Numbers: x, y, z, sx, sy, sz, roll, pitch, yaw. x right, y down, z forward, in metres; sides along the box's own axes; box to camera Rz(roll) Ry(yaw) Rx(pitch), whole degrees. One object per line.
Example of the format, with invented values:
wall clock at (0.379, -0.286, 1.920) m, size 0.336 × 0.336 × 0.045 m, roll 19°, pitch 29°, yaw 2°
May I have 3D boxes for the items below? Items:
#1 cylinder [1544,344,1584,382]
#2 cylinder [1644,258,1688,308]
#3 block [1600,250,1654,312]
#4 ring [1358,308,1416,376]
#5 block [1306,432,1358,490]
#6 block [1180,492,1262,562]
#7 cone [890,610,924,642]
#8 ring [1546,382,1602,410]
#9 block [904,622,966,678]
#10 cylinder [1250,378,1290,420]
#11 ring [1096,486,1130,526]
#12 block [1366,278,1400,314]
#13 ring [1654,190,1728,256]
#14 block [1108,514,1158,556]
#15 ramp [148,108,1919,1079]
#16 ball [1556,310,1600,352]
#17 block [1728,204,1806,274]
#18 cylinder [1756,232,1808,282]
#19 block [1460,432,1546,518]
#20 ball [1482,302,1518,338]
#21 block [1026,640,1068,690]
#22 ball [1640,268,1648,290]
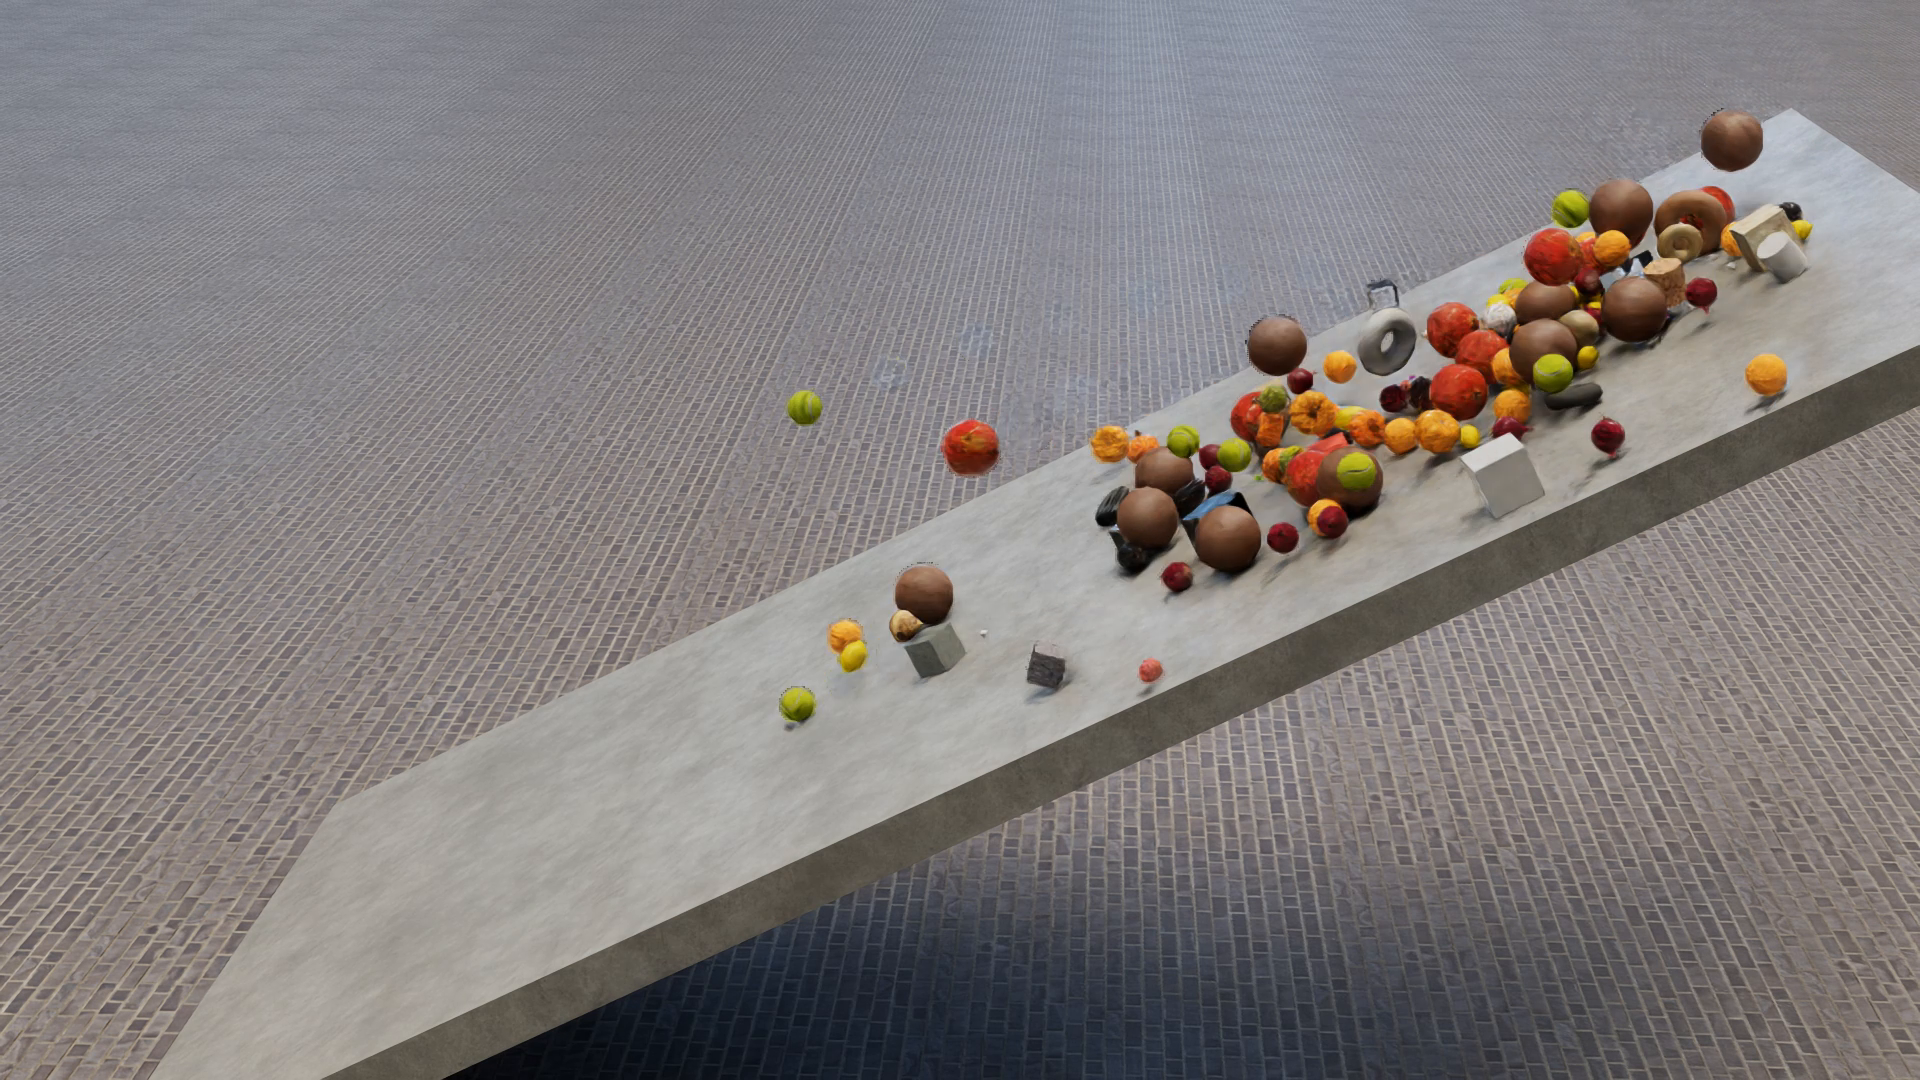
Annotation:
cylinder at (1.192, -0.351, 5.804) m, size 0.057 × 0.057 × 0.057 m, roll -27°, pitch 15°, yaw 7°
cylinder at (1.392, -0.507, 5.798) m, size 0.074 × 0.074 × 0.074 m, roll -17°, pitch 25°, yaw 8°
block at (1.368, -0.526, 5.977) m, size 0.081 × 0.081 × 0.081 m, roll -24°, pitch -7°, yaw -23°
ring at (0.878, -0.407, 6.048) m, size 0.144 × 0.144 × 0.048 m, roll -12°, pitch 29°, yaw -34°
block at (0.749, -0.159, 5.923) m, size 0.075 × 0.075 × 0.075 m, roll -24°, pitch 14°, yaw 17°
block at (0.518, -0.025, 5.838) m, size 0.095 × 0.095 × 0.095 m, roll -38°, pitch 17°, yaw -35°
cone at (-0.096, 0.174, 6.047) m, size 0.070 × 0.070 × 0.070 m, roll -14°, pitch 3°, yaw -38°
ring at (1.163, -0.272, 5.575) m, size 0.108 × 0.036 × 0.108 m, roll -13°, pitch 4°, yaw 1°
block at (-0.051, 0.227, 6.056) m, size 0.076 × 0.076 × 0.076 m, roll -16°, pitch 18°, yaw 43°
cylinder at (0.698, -0.318, 6.603) m, size 0.073 × 0.073 × 0.073 m, roll -26°, pitch 17°, yaw 4°
ring at (0.335, -0.073, 6.436) m, size 0.034 × 0.102 × 0.102 m, roll 37°, pitch 11°, yaw -13°
block at (0.986, -0.566, 6.857) m, size 0.058 × 0.058 × 0.058 m, roll -15°, pitch 24°, yaw -1°
ring at (1.513, -0.654, 6.092) m, size 0.150 × 0.150 × 0.050 m, roll 4°, pitch 30°, yaw 14°
block at (0.363, -0.011, 6.161) m, size 0.061 × 0.061 × 0.061 m, roll -36°, pitch 16°, yaw -31°
ramp at (0.139, 0.168, 6.281) m, size 4.000 × 0.100 × 2.000 m, roll -25°, pitch 14°, yaw 10°
ball at (1.228, -0.415, 5.852) m, size 0.084 × 0.084 × 0.084 m, roll 0°, pitch 17°, yaw 0°
block at (1.598, -0.597, 5.827) m, size 0.093 × 0.093 × 0.093 m, roll -32°, pitch 13°, yaw 5°
cylinder at (1.590, -0.548, 5.687) m, size 0.069 × 0.069 × 0.069 m, roll -36°, pitch 27°, yaw 22°
block at (0.972, -0.116, 5.266) m, size 0.099 × 0.099 × 0.099 m, roll -27°, pitch 18°, yaw 4°
ball at (1.105, -0.450, 6.026) m, size 0.072 × 0.072 × 0.072 m, roll 0°, pitch 17°, yaw 0°
block at (0.165, 0.237, 5.569) m, size 0.064 × 0.064 × 0.064 m, roll 13°, pitch 19°, yaw -1°
ball at (1.422, -0.540, 6.026) m, size 0.059 × 0.059 × 0.059 m, roll 0°, pitch 17°, yaw 0°
